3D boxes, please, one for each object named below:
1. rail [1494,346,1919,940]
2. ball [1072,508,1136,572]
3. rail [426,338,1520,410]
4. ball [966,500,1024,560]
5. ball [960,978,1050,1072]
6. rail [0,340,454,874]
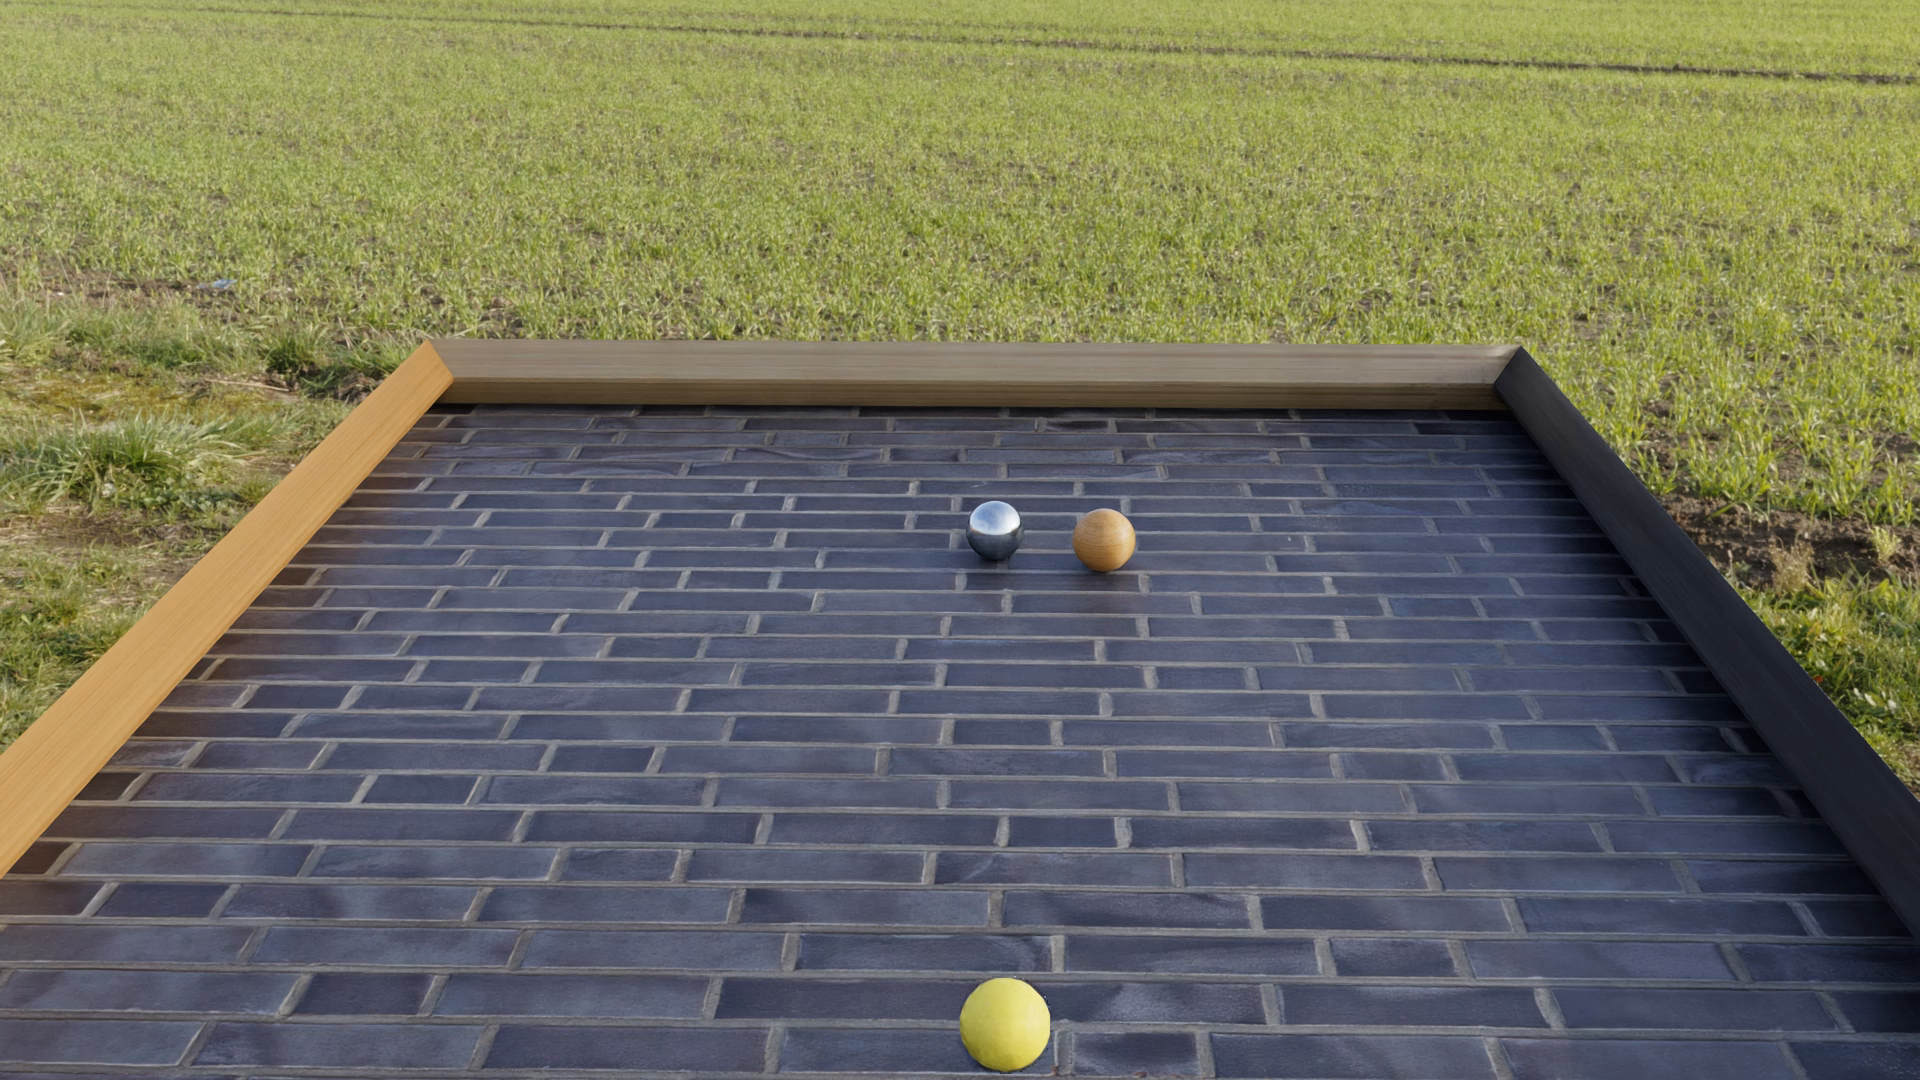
[{"bbox_3d":[0.720,0.214,1.797,0.045,0.091,2.645,0,19,1],"label":"rail"},{"bbox_3d":[0.160,0.000,2.438,0.070,0.070,0.070,0,19,0],"label":"ball"},{"bbox_3d":[0.015,-0.224,3.038,1.519,0.091,0.045,0,19,1],"label":"rail"},{"bbox_3d":[0.039,-0.011,2.476,0.066,0.066,0.066,0,19,0],"label":"ball"},{"bbox_3d":[0.031,0.332,1.508,0.063,0.063,0.063,0,19,0],"label":"ball"},{"bbox_3d":[-0.751,0.203,1.830,0.045,0.091,2.645,0,19,1],"label":"rail"}]
